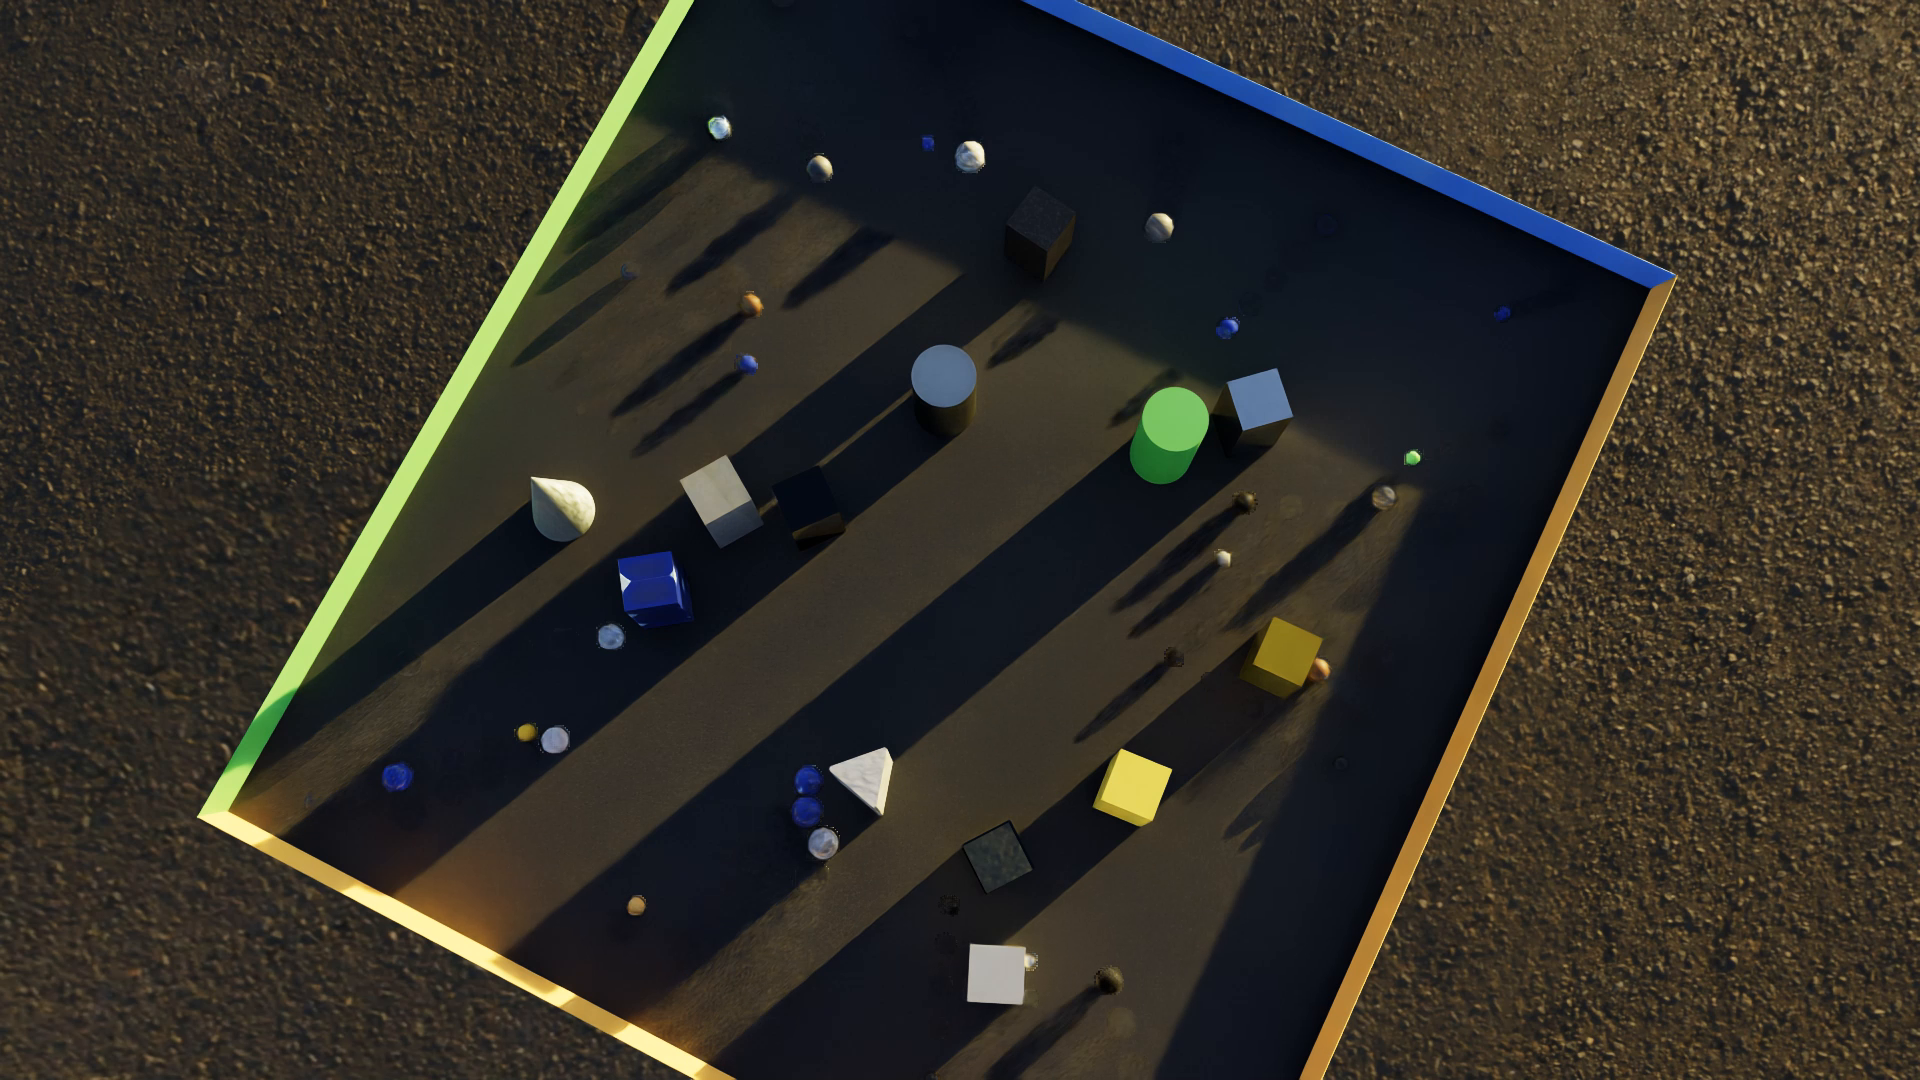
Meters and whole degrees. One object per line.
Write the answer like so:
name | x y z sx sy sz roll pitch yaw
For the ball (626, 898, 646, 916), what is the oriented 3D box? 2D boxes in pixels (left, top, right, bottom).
ball | -0.948 1.075 5.367 0.053 0.053 0.053 0 78 0

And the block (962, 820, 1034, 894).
block | 0.109 0.920 5.302 0.154 0.243 0.154 -27 80 -5

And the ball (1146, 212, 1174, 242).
ball | 0.628 -0.986 5.775 0.089 0.089 0.089 0 78 0

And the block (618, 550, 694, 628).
block | -0.896 0.151 5.419 0.154 0.326 0.154 -9 78 -2

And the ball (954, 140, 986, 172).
ball | 0.031 -1.219 5.820 0.096 0.096 0.096 0 78 0

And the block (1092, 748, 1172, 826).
block | 0.493 0.718 5.289 0.154 0.351 0.154 22 79 4

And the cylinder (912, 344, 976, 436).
cylinder | -0.047 -0.447 5.537 0.192 0.337 0.192 0 78 0

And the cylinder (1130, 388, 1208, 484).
cylinder | 0.621 -0.307 5.472 0.192 0.407 0.192 0 78 0

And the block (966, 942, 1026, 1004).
block | 0.100 1.228 5.200 0.154 0.318 0.154 3 78 1

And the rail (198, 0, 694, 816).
rail | -1.421 -0.689 5.694 0.045 0.125 3.464 26 80 5

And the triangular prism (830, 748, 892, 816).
triangular prism | -0.251 0.671 5.263 0.166 0.420 0.144 40 81 8

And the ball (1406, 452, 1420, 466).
ball | 1.395 -0.252 5.647 0.042 0.042 0.042 0 78 0

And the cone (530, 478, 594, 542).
cone | -1.218 -0.134 5.418 0.192 0.444 0.192 0 78 0

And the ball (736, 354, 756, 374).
ball | -0.664 -0.546 5.699 0.059 0.059 0.059 0 78 0

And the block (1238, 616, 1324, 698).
block | 0.940 0.349 5.394 0.154 0.293 0.154 25 79 5

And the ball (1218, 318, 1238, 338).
ball | 0.837 -0.661 5.722 0.062 0.062 0.062 0 78 0

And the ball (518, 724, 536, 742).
ball | -1.293 0.576 5.469 0.055 0.055 0.055 0 78 0

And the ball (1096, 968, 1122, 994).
ball | 0.433 1.279 5.314 0.073 0.073 0.073 0 78 0

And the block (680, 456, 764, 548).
block | -0.706 -0.110 5.464 0.154 0.342 0.154 -30 80 -6

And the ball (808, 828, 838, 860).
ball | -0.403 0.892 5.385 0.091 0.091 0.091 0 78 0

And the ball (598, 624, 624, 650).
ball | -1.052 0.292 5.516 0.079 0.079 0.079 0 78 0

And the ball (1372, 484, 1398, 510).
ball | 1.298 -0.130 5.603 0.079 0.079 0.079 0 78 0

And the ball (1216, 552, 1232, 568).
ball | 0.802 0.059 5.580 0.048 0.048 0.048 0 78 0

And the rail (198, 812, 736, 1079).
rail | -0.764 1.503 5.241 3.225 0.125 0.045 26 80 5

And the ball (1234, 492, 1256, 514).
ball | 0.871 -0.115 5.607 0.065 0.065 0.065 0 78 0

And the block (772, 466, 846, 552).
block | -0.452 -0.092 5.490 0.154 0.284 0.154 -24 79 -5

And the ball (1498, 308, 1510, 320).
ball | 1.704 -0.708 5.742 0.042 0.042 0.042 0 78 0

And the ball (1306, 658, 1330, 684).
ball | 1.070 0.392 5.497 0.076 0.076 0.076 0 78 0

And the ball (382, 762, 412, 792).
ball | -1.668 0.703 5.426 0.087 0.087 0.087 0 78 0

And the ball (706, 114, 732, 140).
ball | -0.770 -1.316 5.848 0.080 0.080 0.080 0 78 0

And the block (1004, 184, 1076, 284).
block | 0.245 -0.943 5.669 0.154 0.279 0.154 35 80 7

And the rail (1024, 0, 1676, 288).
rail | 0.764 -1.490 5.860 3.225 0.125 0.045 26 80 5

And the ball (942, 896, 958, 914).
ball | -0.030 1.072 5.369 0.051 0.051 0.051 0 78 0

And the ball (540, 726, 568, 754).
ball | -1.205 0.597 5.452 0.081 0.081 0.081 0 78 0

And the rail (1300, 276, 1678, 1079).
rail | 1.421 0.702 5.406 0.045 0.125 3.464 26 80 5

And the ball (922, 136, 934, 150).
ball | -0.103 -1.269 5.858 0.041 0.041 0.041 0 78 0

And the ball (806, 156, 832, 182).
ball | -0.446 -1.178 5.820 0.080 0.080 0.080 0 78 0

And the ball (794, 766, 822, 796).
ball | -0.451 0.714 5.426 0.084 0.084 0.084 0 78 0

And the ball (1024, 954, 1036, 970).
ball | 0.201 1.228 5.340 0.044 0.044 0.044 0 78 0

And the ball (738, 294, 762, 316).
ball | -0.656 -0.733 5.732 0.070 0.070 0.070 0 78 0

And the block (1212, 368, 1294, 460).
block | 0.876 -0.376 5.519 0.154 0.344 0.154 -16 79 -3

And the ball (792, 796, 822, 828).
ball | -0.452 0.802 5.404 0.091 0.091 0.091 0 78 0

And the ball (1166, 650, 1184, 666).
ball | 0.647 0.355 5.517 0.050 0.050 0.050 0 78 0
